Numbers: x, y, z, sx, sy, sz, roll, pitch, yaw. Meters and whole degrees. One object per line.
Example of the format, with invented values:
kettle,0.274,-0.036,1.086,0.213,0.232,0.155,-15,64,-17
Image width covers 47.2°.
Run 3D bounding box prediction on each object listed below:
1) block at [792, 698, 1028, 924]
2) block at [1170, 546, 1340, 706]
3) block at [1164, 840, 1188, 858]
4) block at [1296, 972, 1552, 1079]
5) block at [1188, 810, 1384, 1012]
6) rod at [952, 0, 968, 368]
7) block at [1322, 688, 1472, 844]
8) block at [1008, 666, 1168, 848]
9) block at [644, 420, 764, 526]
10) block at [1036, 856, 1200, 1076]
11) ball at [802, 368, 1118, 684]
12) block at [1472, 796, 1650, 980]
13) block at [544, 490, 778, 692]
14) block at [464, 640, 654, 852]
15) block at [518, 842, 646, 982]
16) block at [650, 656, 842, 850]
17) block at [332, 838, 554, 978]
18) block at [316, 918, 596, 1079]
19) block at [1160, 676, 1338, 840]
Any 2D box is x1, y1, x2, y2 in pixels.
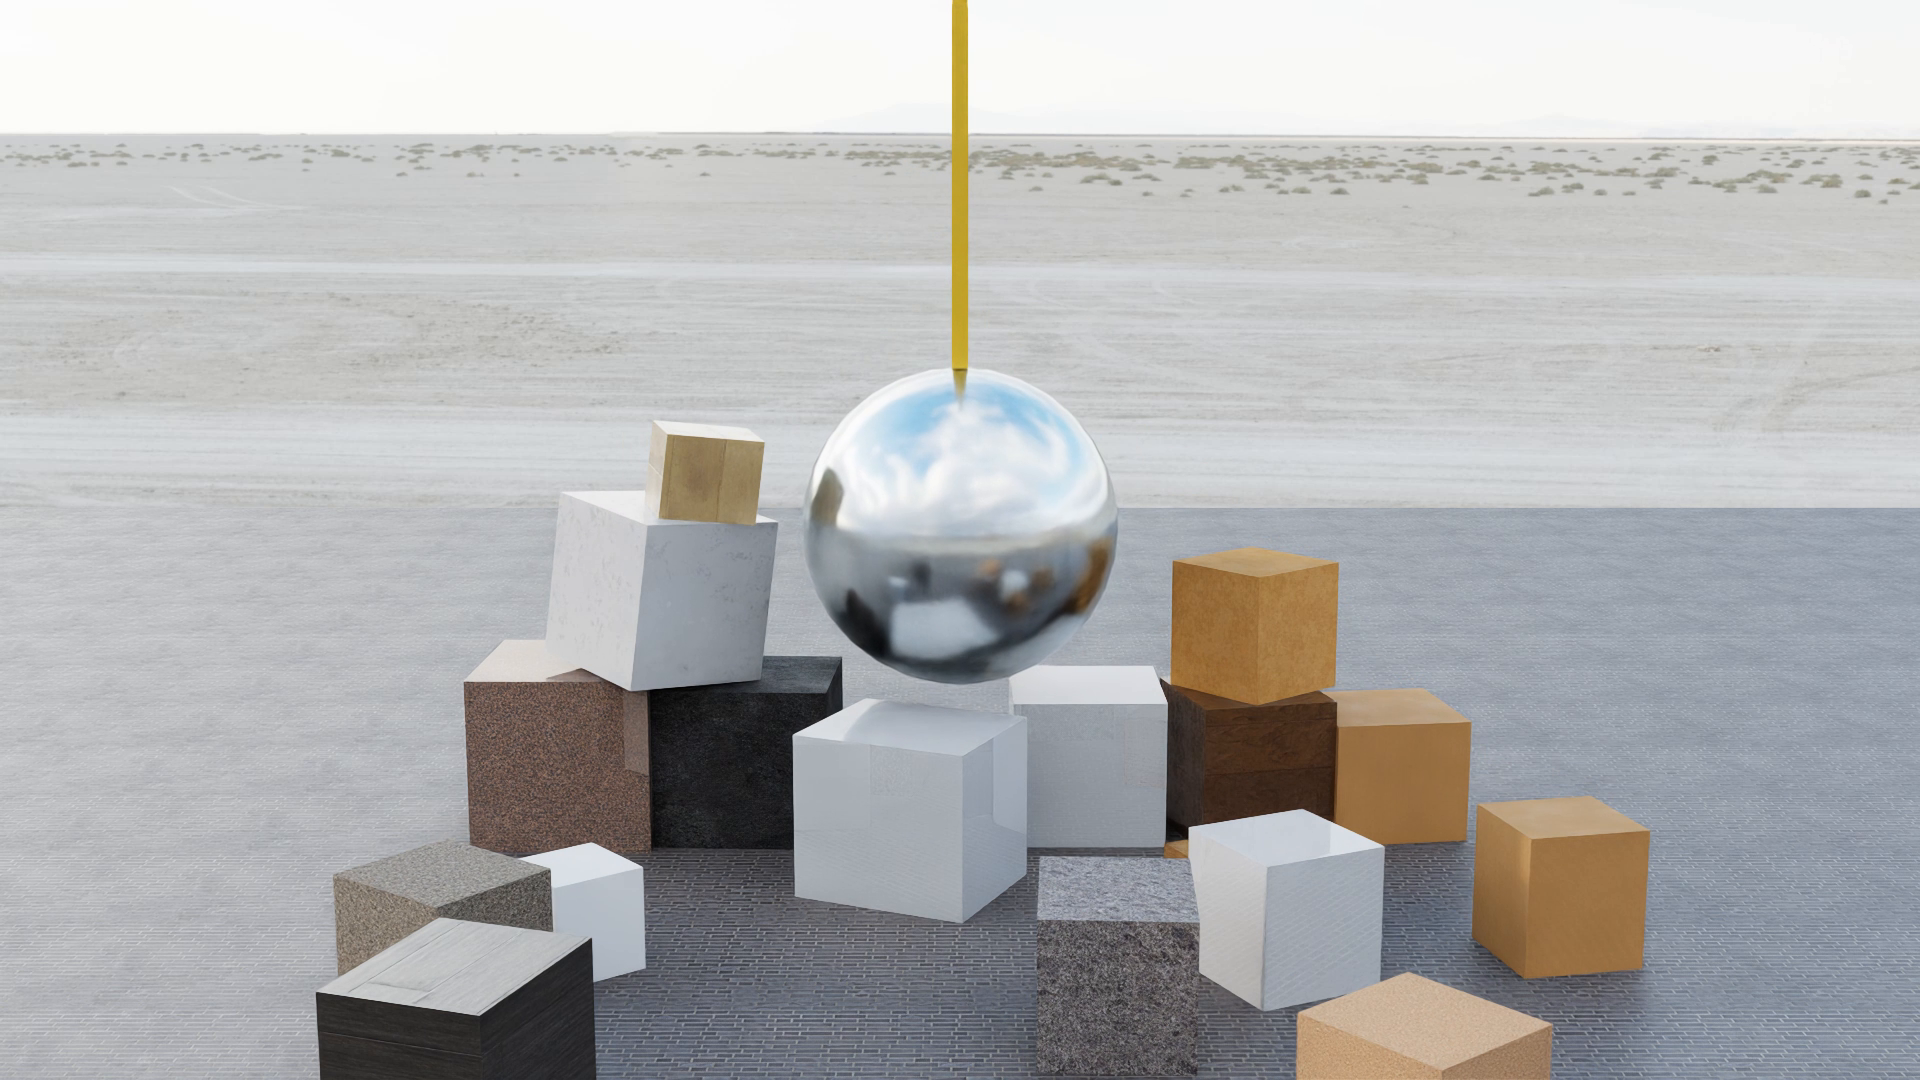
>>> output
block,-0.227,1.262,10.430,0.865,0.786,0.750,5,11,24
block,1.507,0.428,11.263,0.604,0.647,0.588,-9,14,-40
block,1.206,1.576,9.829,0.413,0.382,0.463,-5,11,-25
block,1.531,1.898,7.309,0.571,0.651,0.598,-8,13,-39
block,1.370,1.552,9.307,0.586,0.617,0.585,-5,11,-26
rod,0.000,-3.422,10.531,0.080,5.200,0.080,0,10,0
block,2.182,1.168,11.405,0.689,0.622,0.699,-1,10,-8
block,0.648,1.109,11.395,0.766,0.742,0.804,0,10,0
block,-1.270,-0.335,10.900,0.483,0.418,0.414,4,11,-18
block,0.614,1.667,8.687,0.612,0.612,0.747,1,10,3
ball,0.000,-0.070,11.104,1.600,1.600,1.600,0,10,0
block,2.606,1.502,9.574,0.548,0.619,0.514,-2,11,-12
block,-1.509,0.233,11.090,0.784,0.820,0.786,-2,14,-42
block,-1.986,1.047,11.357,0.906,0.876,0.918,0,10,1
block,-1.650,1.610,9.443,0.420,0.454,0.435,-8,13,-38
block,-1.082,1.082,11.355,0.878,0.809,0.792,1,10,3
block,-2.068,1.632,8.839,0.636,0.626,0.577,8,13,37
block,-1.732,1.808,7.654,0.626,0.703,0.756,4,11,19
block,1.464,1.127,11.297,0.695,0.741,0.697,-3,11,-14
